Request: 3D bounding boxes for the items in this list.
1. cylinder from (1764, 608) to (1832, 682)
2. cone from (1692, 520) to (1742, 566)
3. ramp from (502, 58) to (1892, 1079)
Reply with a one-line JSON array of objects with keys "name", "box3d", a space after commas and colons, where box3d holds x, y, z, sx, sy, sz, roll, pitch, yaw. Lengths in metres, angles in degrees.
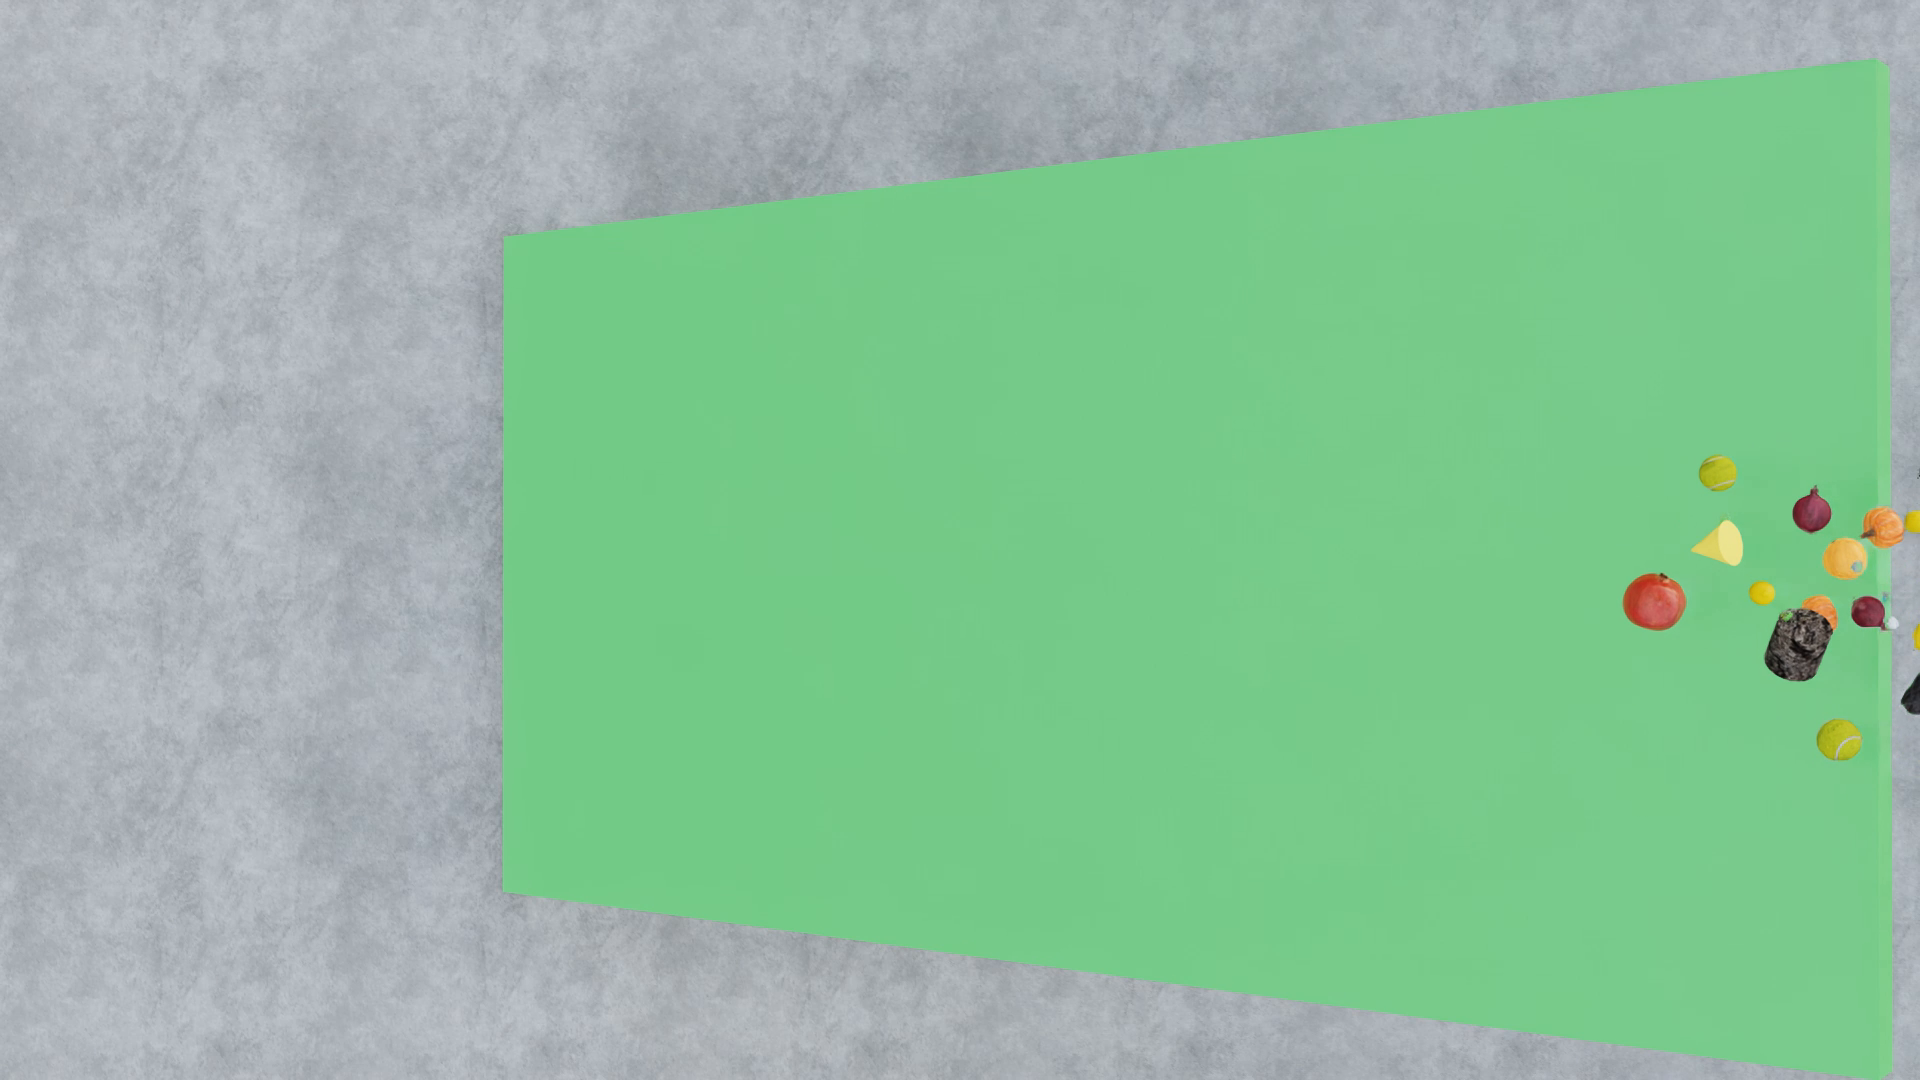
[{"name": "cylinder", "box3d": [1.476, 0.184, 3.872, 0.092, 0.092, 0.092, 2, 133, 0]}, {"name": "cone", "box3d": [1.317, 0.012, 3.861, 0.080, 0.080, 0.080, 10, 74, -39]}, {"name": "ramp", "box3d": [0.230, 0.065, 5.549, 4.000, 0.100, 2.000, 0, 89, 37]}]
